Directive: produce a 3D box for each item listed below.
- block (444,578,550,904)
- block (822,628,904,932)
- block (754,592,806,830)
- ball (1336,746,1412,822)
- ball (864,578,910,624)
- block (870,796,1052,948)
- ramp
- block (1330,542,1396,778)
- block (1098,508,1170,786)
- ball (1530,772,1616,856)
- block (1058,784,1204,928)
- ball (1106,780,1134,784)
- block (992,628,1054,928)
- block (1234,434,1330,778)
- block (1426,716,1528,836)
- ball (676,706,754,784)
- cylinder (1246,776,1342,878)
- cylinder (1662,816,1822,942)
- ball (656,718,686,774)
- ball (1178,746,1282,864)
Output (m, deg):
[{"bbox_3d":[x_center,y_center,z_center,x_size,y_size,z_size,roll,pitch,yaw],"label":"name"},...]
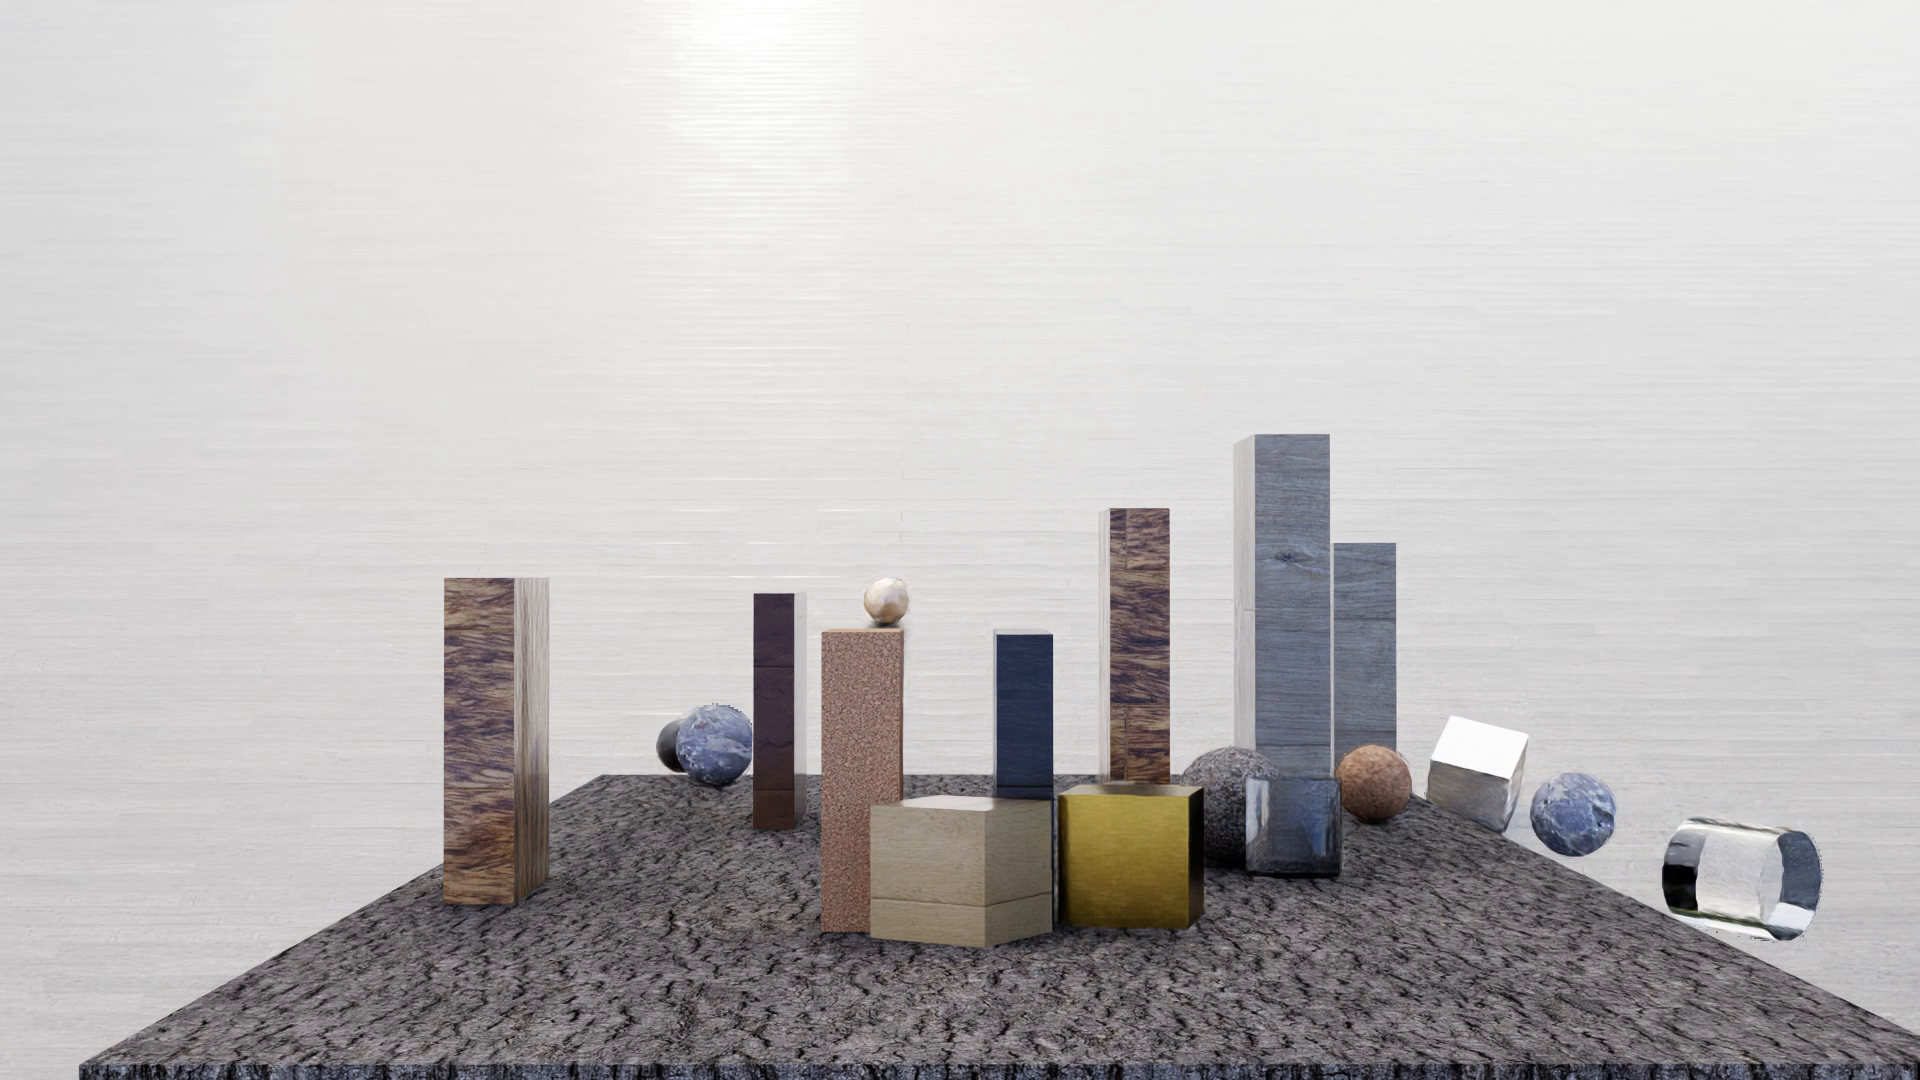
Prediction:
[{"bbox_3d":[-0.755,0.318,4.243,0.110,0.512,0.351,0,-1,0],"label":"block"},{"bbox_3d":[-0.144,0.352,3.879,0.113,0.433,0.257,0,-1,0],"label":"block"},{"bbox_3d":[-0.379,0.351,5.487,0.084,0.479,0.433,0,-1,0],"label":"block"},{"bbox_3d":[0.866,0.510,5.432,0.159,0.159,0.159,0,32,0],"label":"ball"},{"bbox_3d":[-0.211,0.174,7.449,0.131,0.131,0.131,0,32,0],"label":"ball"},{"bbox_3d":[0.002,0.471,3.716,0.189,0.189,0.189,-1,-1,31],"label":"block"},{"bbox_3d":[0.072,0.630,4.727,2.000,0.100,4.000,0,-1,0],"label":"ramp"},{"bbox_3d":[0.912,0.303,6.037,0.141,0.589,0.411,0,-1,0],"label":"block"},{"bbox_3d":[0.335,0.263,5.015,0.111,0.641,0.397,0,-1,0],"label":"block"},{"bbox_3d":[1.249,0.559,5.278,0.171,0.171,0.171,0,32,0],"label":"ball"},{"bbox_3d":[0.259,0.472,3.894,0.192,0.192,0.192,0,-1,12],"label":"block"},{"bbox_3d":[0.285,0.504,4.625,0.149,0.149,0.149,0,32,0],"label":"ball"},{"bbox_3d":[0.095,0.355,4.002,0.083,0.429,0.410,0,-1,0],"label":"block"},{"bbox_3d":[0.606,0.196,4.903,0.138,0.773,0.366,0,-1,0],"label":"block"},{"bbox_3d":[1.329,0.615,6.681,0.205,0.205,0.205,13,34,20],"label":"block"},{"bbox_3d":[-0.604,0.506,6.396,0.195,0.195,0.195,0,32,0],"label":"ball"},{"bbox_3d":[0.573,0.492,4.458,0.164,0.164,0.164,0,-2,0],"label":"cylinder"},{"bbox_3d":[1.392,0.602,4.617,0.196,0.196,0.196,-27,19,-36],"label":"cylinder"},{"bbox_3d":[-0.725,0.539,6.791,0.142,0.142,0.142,0,32,0],"label":"ball"},{"bbox_3d":[0.487,0.474,4.624,0.209,0.209,0.209,0,32,0],"label":"ball"}]
